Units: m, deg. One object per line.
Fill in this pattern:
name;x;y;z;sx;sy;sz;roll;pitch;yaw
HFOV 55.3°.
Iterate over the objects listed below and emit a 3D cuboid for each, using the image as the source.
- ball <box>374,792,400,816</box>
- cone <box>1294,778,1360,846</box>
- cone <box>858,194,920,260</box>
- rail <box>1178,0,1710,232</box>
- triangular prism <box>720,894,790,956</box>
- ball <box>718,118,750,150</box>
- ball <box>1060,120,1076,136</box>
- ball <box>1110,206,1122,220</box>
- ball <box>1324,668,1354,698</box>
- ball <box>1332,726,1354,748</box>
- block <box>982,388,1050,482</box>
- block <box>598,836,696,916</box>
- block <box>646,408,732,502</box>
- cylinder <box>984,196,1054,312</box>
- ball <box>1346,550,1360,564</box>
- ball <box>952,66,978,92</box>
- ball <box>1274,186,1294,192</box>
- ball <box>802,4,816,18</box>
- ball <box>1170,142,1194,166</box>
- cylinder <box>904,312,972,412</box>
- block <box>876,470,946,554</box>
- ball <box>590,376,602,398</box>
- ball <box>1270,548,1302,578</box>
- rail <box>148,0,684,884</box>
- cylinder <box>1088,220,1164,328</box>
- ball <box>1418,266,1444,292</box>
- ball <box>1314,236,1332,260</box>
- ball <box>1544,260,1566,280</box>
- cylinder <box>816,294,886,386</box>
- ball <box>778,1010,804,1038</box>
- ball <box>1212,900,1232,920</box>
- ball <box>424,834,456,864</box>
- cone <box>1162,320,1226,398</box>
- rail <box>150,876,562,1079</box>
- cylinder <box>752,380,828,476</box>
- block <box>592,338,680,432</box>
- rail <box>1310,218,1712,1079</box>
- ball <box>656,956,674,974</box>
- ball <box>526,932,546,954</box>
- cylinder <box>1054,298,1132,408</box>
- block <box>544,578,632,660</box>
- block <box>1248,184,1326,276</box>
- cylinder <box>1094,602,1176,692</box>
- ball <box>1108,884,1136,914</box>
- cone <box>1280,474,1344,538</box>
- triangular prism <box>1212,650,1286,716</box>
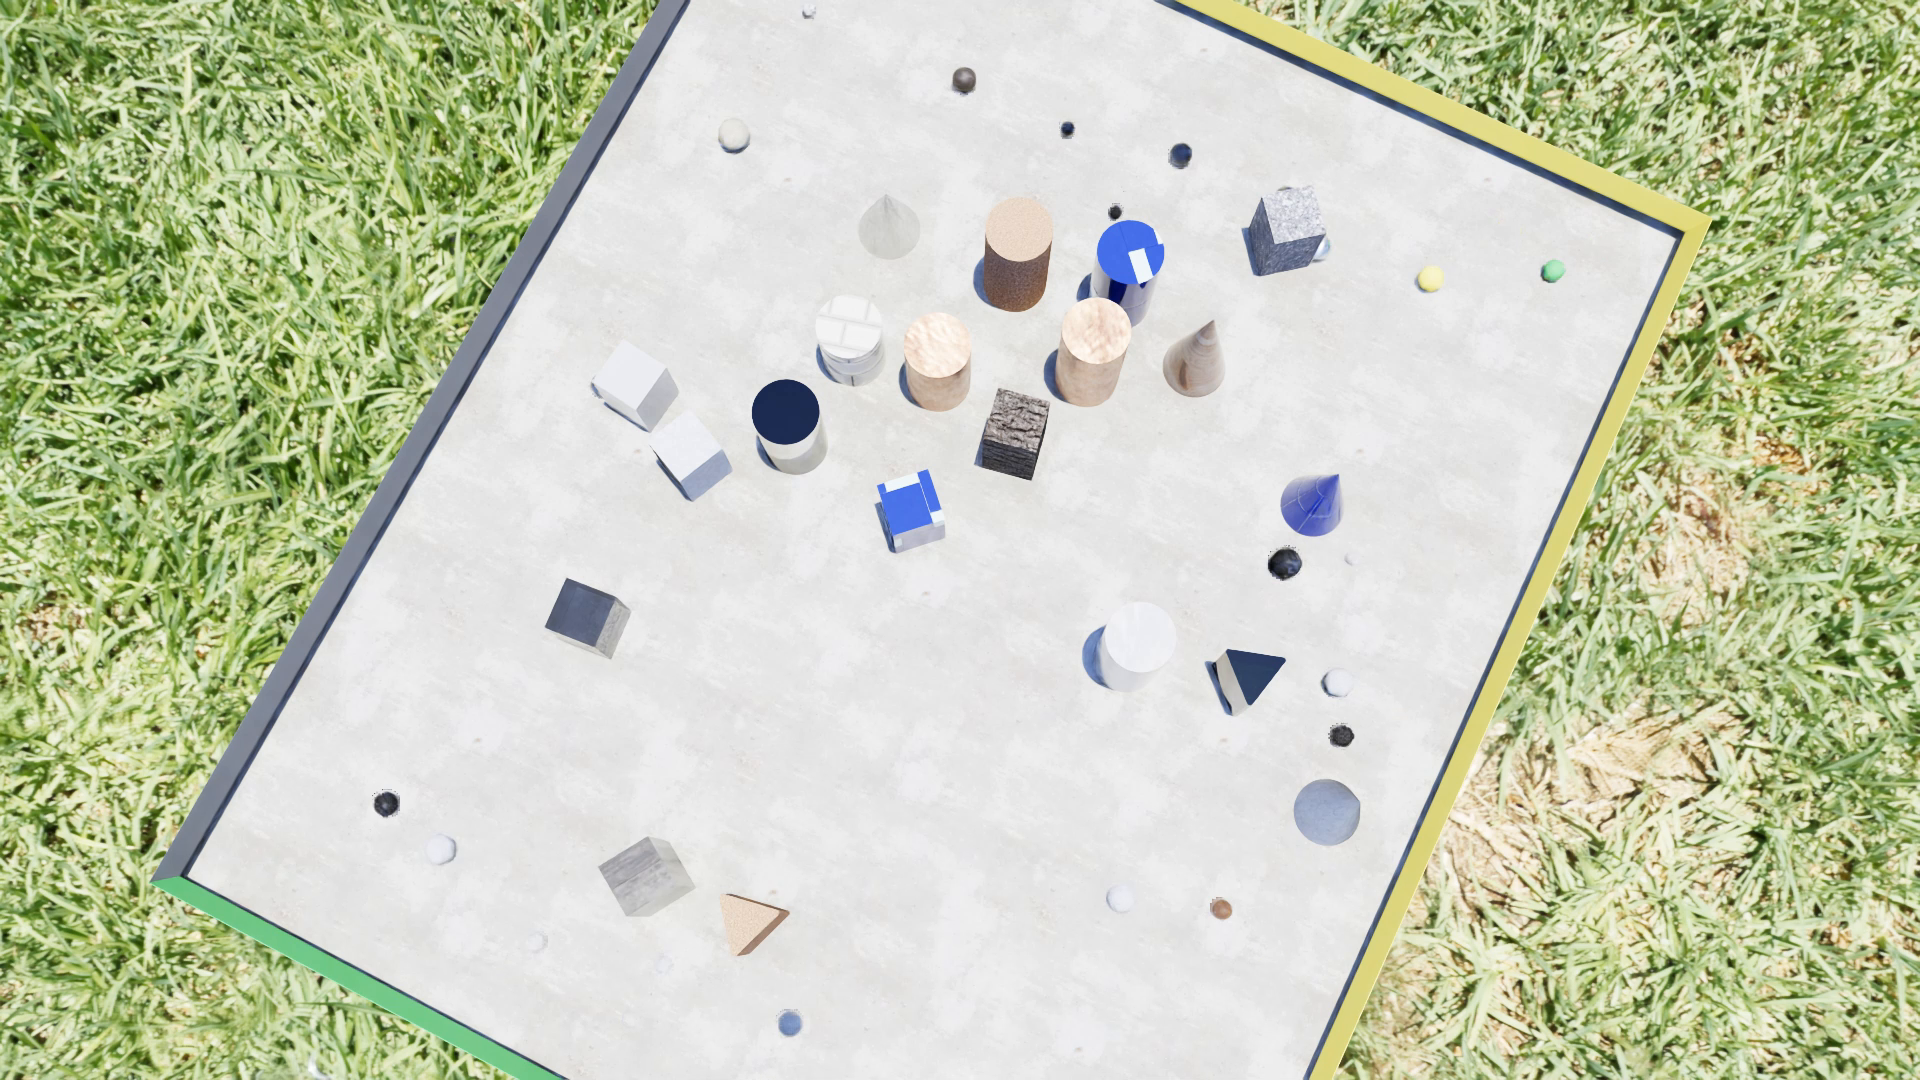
ball;-1.696;0.781;5.417;0.074;0.074;0.074;0;78;0
cone;1.091;0.762;5.218;0.199;0.472;0.199;0;78;0
cone;-0.224;-1.014;5.673;0.199;0.300;0.199;0;78;0
rail;0.863;-1.684;5.898;3.276;0.129;0.045;26;80;5
triangular prism;-0.613;1.067;5.224;0.172;0.337;0.149;-43;81;-8
ball;-0.720;-1.293;5.833;0.099;0.099;0.099;0;78;0
ball;0.345;-1.316;5.863;0.050;0.050;0.050;0;78;0
ball;0.494;-1.038;5.811;0.041;0.041;0.041;0;78;0
ball;1.136;0.426;5.483;0.089;0.089;0.089;0;78;0
ball;1.140;0.586;5.462;0.066;0.066;0.066;0;78;0
block;0.166;-0.313;5.500;0.159;0.356;0.159;15;79;3
block;-0.887;0.962;5.222;0.159;0.382;0.159;-31;80;-6
block;-0.811;-0.253;5.530;0.159;0.272;0.159;-39;81;-7
cylinder;0.173;-0.859;5.561;0.199;0.458;0.199;0;78;0
ball;1.198;0.053;5.583;0.044;0.044;0.044;0;78;0
ball;0.014;-1.478;5.881;0.082;0.082;0.082;0;78;0
ball;1.029;-1.068;5.787;0.098;0.098;0.098;0;78;0
ball;-0.490;-1.719;5.950;0.045;0.045;0.045;0;78;0
ball;0.705;-1.228;5.833;0.074;0.074;0.074;0;78;0
cylinder;-0.066;-0.533;5.538;0.199;0.370;0.199;0;78;0
block;-0.144;-0.083;5.495;0.159;0.273;0.159;-18;79;-4
ball;-1.104;-0.480;5.675;0.079;0.079;0.079;0;78;0
ball;0.989;0.070;5.554;0.095;0.095;0.095;0;78;0
rail;-1.444;-0.700;5.695;0.045;0.129;3.908;26;80;5
cylinder;0.499;-0.798;5.563;0.199;0.429;0.199;0;78;0
ball;1.479;-0.820;5.745;0.081;0.081;0.081;0;78;0
ball;1.132;-0.919;5.764;0.078;0.078;0.078;0;78;0
ball;1.868;-0.848;5.758;0.066;0.066;0.066;0;78;0
cylinder;-0.330;-0.605;5.589;0.199;0.298;0.199;0;78;0
ball;-0.490;1.397;5.290;0.074;0.074;0.074;0;78;0
ball;0.768;1.082;5.361;0.061;0.061;0.061;0;78;0
ball;-1.530;0.909;5.383;0.090;0.090;0.090;0;78;0
cone;0.732;-0.588;5.498;0.199;0.471;0.199;0;78;0
rail;-0.863;1.698;5.198;3.276;0.129;0.045;26;80;5
cylinder;-0.506;-0.335;5.499;0.199;0.367;0.199;0;78;0
block;-0.983;-0.466;5.576;0.159;0.268;0.159;33;80;6
rail;1.444;0.714;5.402;0.045;0.129;3.908;26;80;5
ball;-0.860;1.237;5.334;0.051;0.051;0.051;0;78;0
ball;-1.237;1.175;5.343;0.059;0.059;0.059;0;78;0
cylinder;0.394;-0.556;5.497;0.199;0.460;0.199;0;78;0
block;-1.100;0.235;5.436;0.159;0.258;0.159;21;79;4
block;1.008;-0.953;5.668;0.159;0.286;0.159;-12;79;-2
cylinder;0.502;0.316;5.314;0.199;0.464;0.199;0;78;0
ball;0.475;1.049;5.357;0.083;0.083;0.083;0;78;0
cone;1.084;-0.147;5.439;0.199;0.407;0.199;0;78;0
triangular prism;0.820;0.390;5.383;0.149;0.298;0.172;38;81;7
